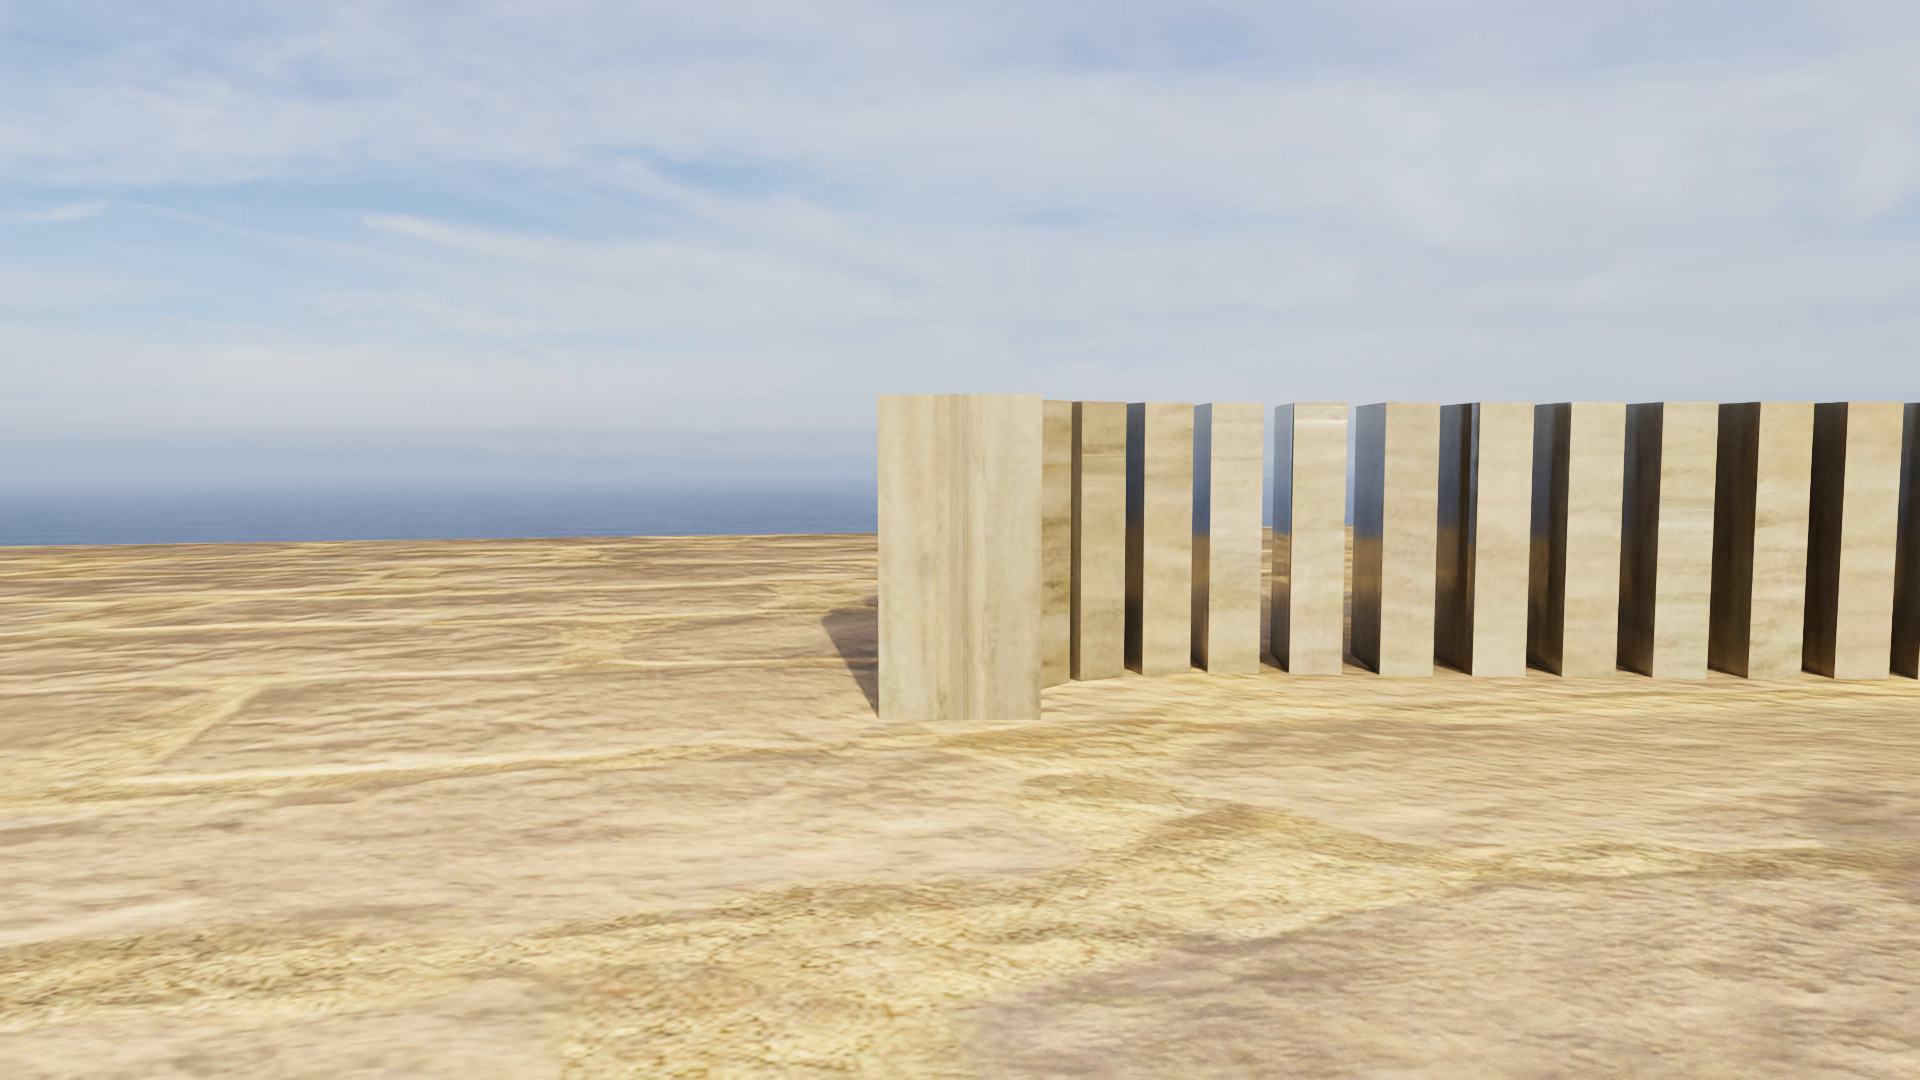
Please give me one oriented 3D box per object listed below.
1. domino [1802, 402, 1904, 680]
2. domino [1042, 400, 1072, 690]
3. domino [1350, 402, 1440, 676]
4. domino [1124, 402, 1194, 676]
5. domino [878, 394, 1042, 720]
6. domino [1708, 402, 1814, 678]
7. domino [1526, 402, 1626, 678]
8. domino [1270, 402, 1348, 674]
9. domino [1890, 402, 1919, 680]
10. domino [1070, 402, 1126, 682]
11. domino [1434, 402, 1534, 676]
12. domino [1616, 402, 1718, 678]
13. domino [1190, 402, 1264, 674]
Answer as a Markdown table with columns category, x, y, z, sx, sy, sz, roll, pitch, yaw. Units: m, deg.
| category | x | y | z | sx | sy | sz | roll | pitch | yaw |
| --- | --- | --- | --- | --- | --- | --- | --- | --- | --- |
| domino | 0.164 | -0.001 | 0.243 | 0.010 | 0.050 | 0.025 | 0 | 4 | 3 |
| domino | 0.007 | 0.000 | 0.231 | 0.025 | 0.050 | 0.009 | 4 | 6 | 41 |
| domino | 0.083 | -0.001 | 0.246 | 0.009 | 0.050 | 0.025 | 0 | 4 | 5 |
| domino | 0.035 | -0.001 | 0.247 | 0.009 | 0.050 | 0.025 | -1 | 4 | -15 |
| domino | 0.000 | 0.002 | 0.201 | 0.025 | 0.050 | 0.010 | 0 | 4 | 0 |
| domino | 0.148 | -0.001 | 0.243 | 0.010 | 0.050 | 0.025 | 0 | 4 | 0 |
| domino | 0.115 | -0.001 | 0.245 | 0.010 | 0.050 | 0.025 | 0 | 4 | 3 |
| domino | 0.067 | -0.001 | 0.248 | 0.009 | 0.050 | 0.025 | 0 | 4 | 6 |
| domino | 0.180 | -0.001 | 0.241 | 0.010 | 0.050 | 0.025 | 1 | 4 | 11 |
| domino | 0.020 | -0.001 | 0.241 | 0.010 | 0.050 | 0.025 | -2 | 5 | -28 |
| domino | 0.099 | -0.001 | 0.245 | 0.010 | 0.050 | 0.025 | 0 | 4 | 3 |
| domino | 0.132 | -0.001 | 0.244 | 0.009 | 0.050 | 0.025 | 0 | 4 | 4 |
| domino | 0.051 | -0.001 | 0.249 | 0.009 | 0.050 | 0.025 | 0 | 4 | 0 |
